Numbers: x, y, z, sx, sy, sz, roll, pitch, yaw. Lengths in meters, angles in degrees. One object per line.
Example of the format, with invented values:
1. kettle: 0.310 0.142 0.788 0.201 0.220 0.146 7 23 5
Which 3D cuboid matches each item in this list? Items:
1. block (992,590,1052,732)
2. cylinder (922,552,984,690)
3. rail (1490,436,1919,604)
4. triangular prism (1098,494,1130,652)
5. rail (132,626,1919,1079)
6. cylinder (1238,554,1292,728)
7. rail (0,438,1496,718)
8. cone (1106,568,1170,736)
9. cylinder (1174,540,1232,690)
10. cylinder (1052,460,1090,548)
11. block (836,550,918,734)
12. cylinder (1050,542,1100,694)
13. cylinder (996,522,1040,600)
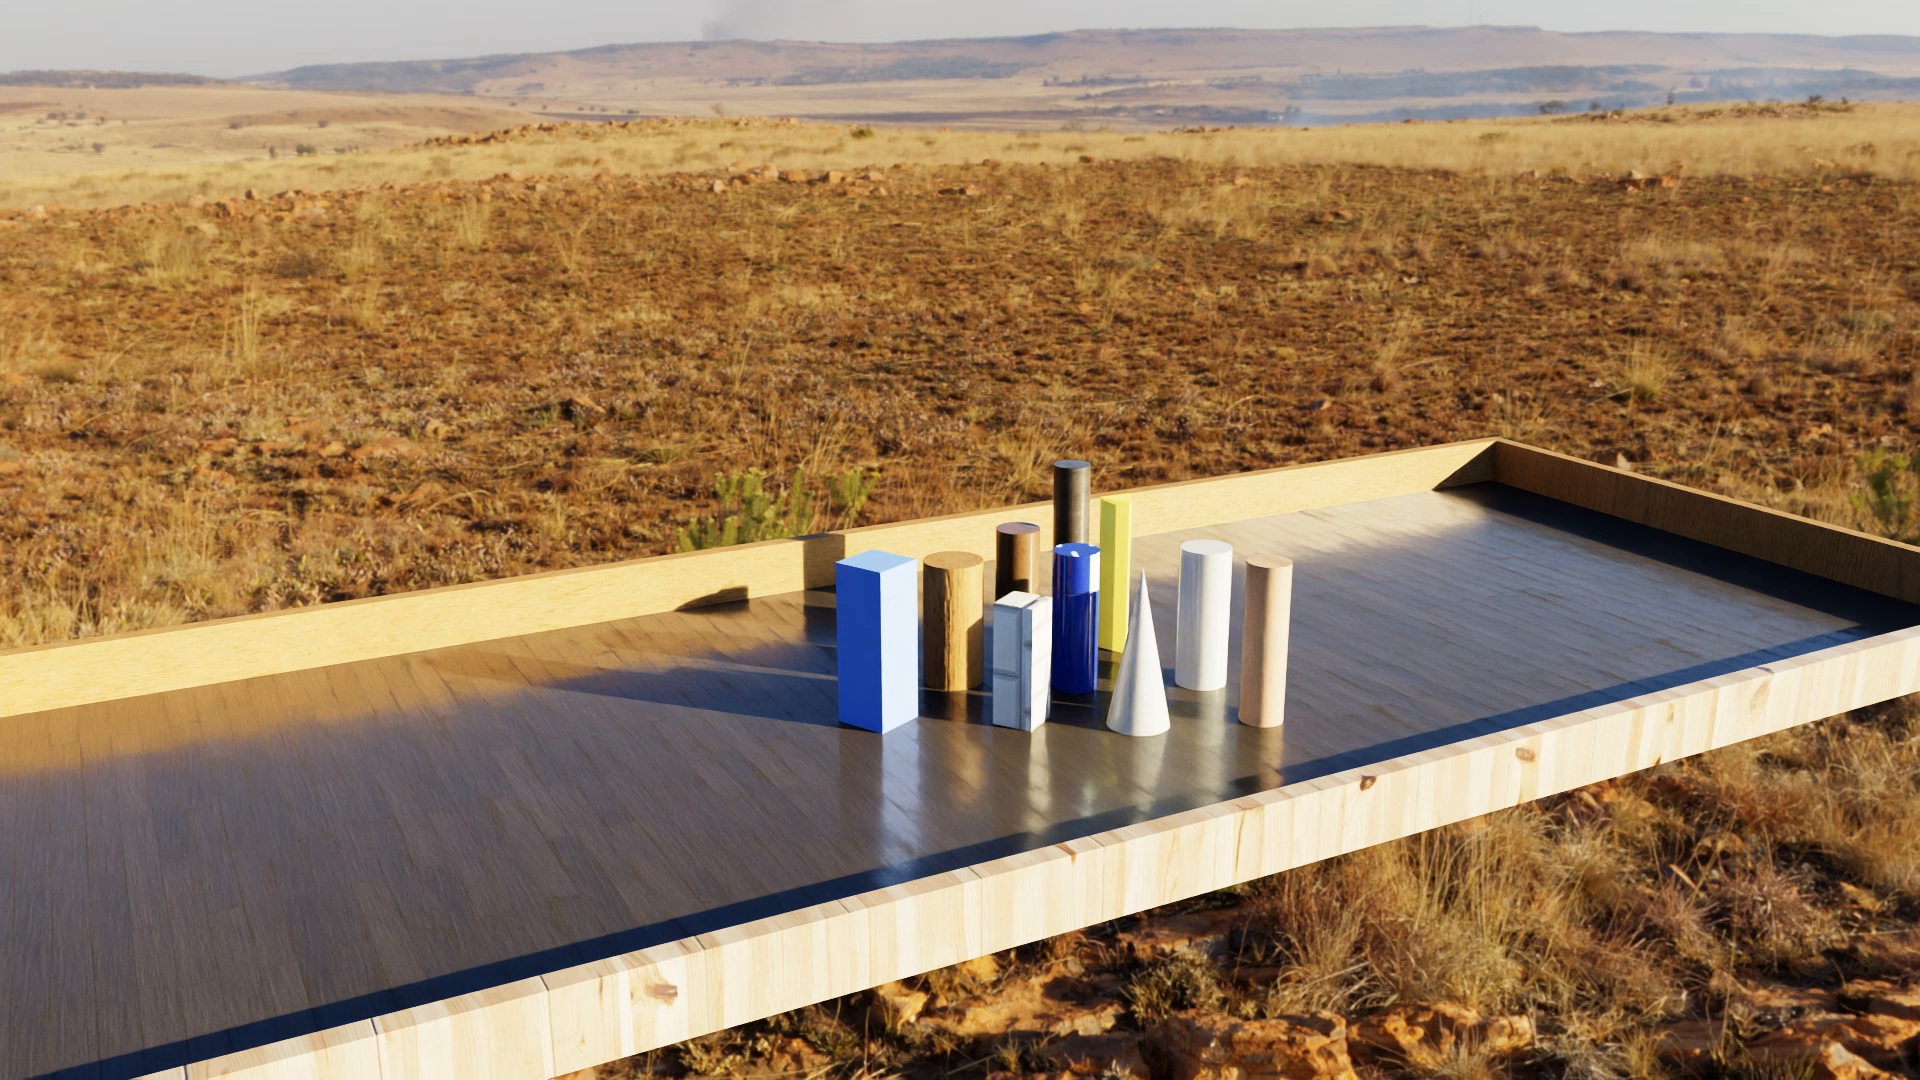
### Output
1. block: 0.146 0.283 3.860 0.101 0.300 0.101 9 19 27
2. cylinder: -0.017 0.200 4.113 0.150 0.316 0.150 0 16 0
3. rail: 2.466 -0.048 5.253 0.050 0.150 2.100 -9 18 -27
4. triangular prism: 0.423 0.084 4.338 0.090 0.411 0.078 11 20 33
5. rail: -2.336 1.006 1.665 12.000 0.150 0.050 -9 18 -27
6. cylinder: 0.714 0.236 3.856 0.105 0.391 0.105 0 16 0
7. rail: -3.305 0.497 3.399 12.000 0.150 0.050 -9 18 -27
8. cone: 0.419 0.248 3.830 0.150 0.384 0.150 0 16 0
9. cylinder: 0.604 0.186 4.097 0.128 0.352 0.128 0 16 0
10. cylinder: 0.309 -0.001 4.590 0.102 0.433 0.102 0 16 0
11. block: -0.193 0.236 3.858 0.133 0.392 0.133 12 20 35
12. cylinder: 0.284 0.193 4.072 0.115 0.353 0.115 0 16 0
13. cylinder: 0.152 0.124 4.357 0.117 0.324 0.117 0 16 0
